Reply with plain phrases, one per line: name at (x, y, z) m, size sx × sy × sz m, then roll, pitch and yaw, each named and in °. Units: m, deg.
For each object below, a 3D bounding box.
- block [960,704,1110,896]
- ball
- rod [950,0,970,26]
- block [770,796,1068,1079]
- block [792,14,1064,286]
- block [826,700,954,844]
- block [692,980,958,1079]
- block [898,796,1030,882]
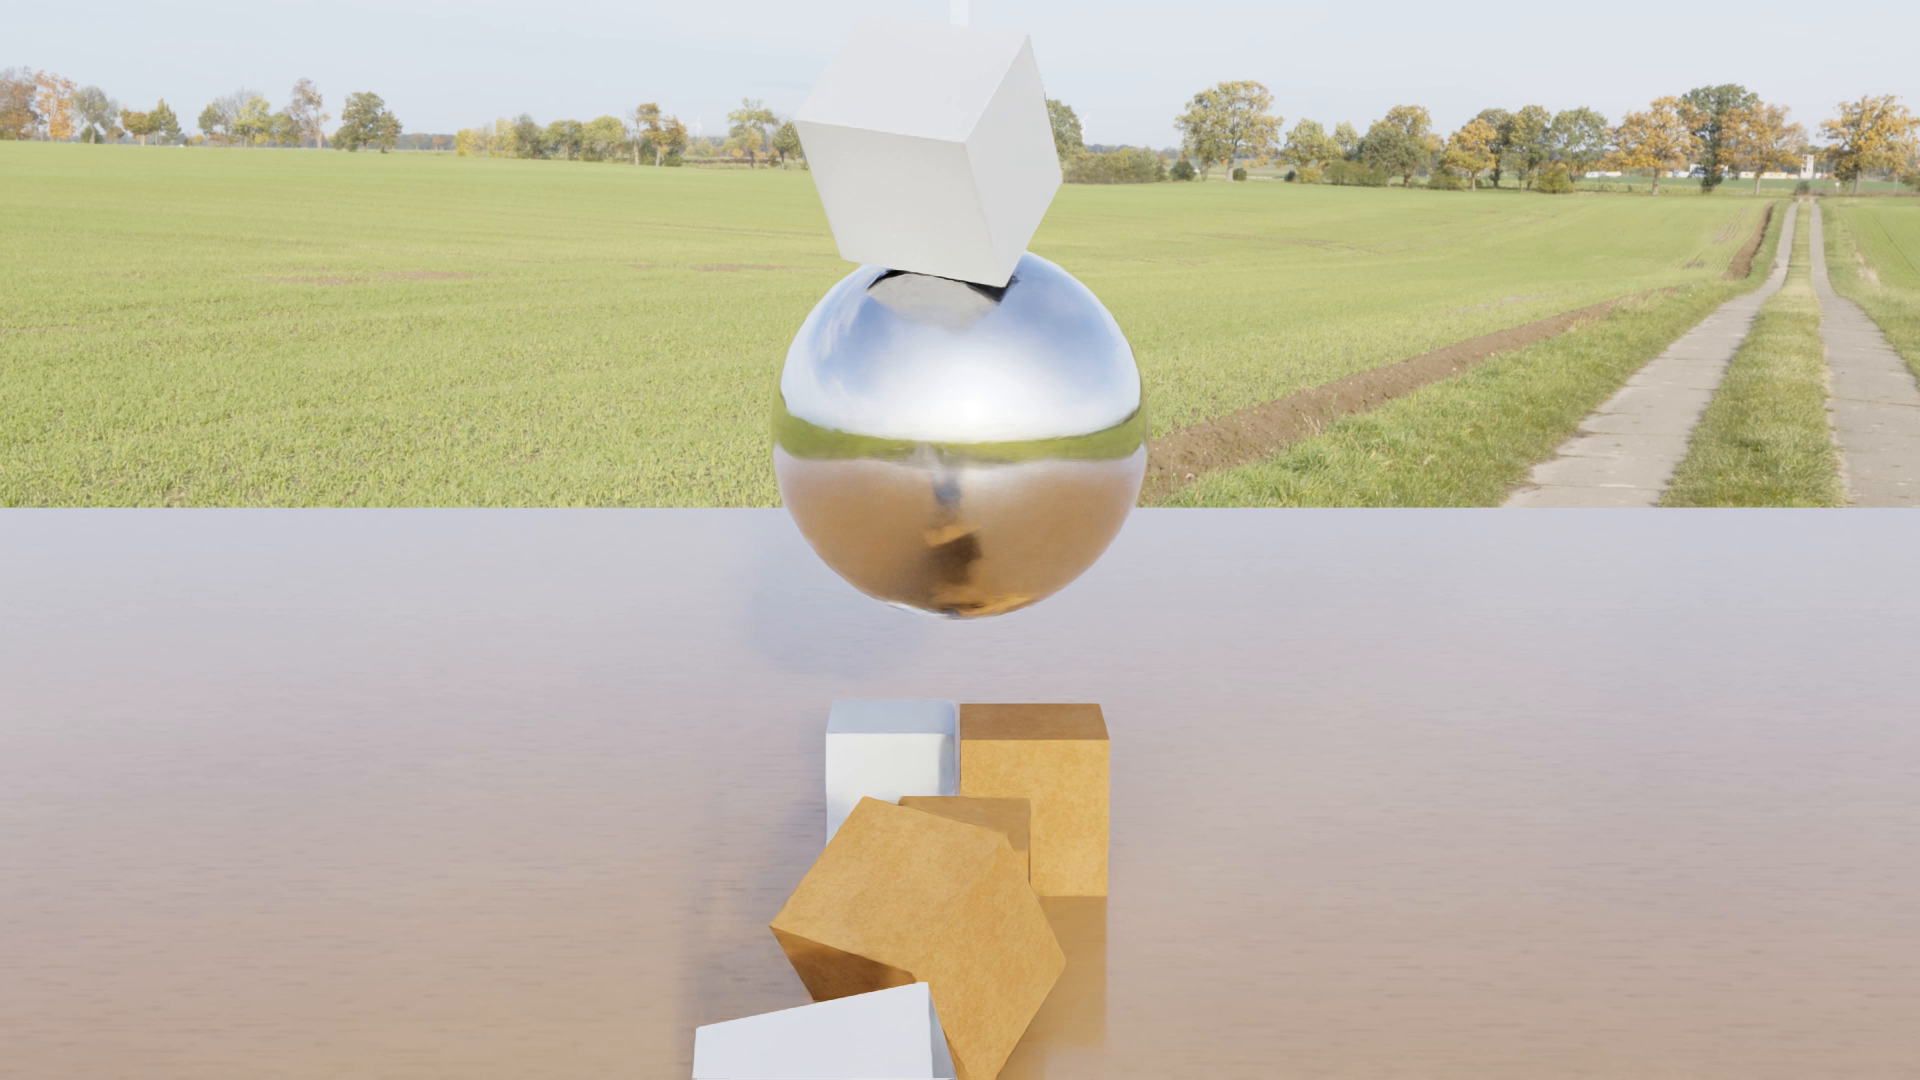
block at (0.347, 1.243, 10.602) m, size 0.689 × 0.761 × 0.675 m, roll 0°, pitch 10°, yaw 0°
ball at (0.000, -0.463, 9.247) m, size 1.600 × 1.600 × 1.600 m, roll 0°, pitch 10°, yaw 0°
rod at (0.000, -3.835, 9.682) m, size 0.080 × 5.200 × 0.080 m, roll 0°, pitch -7°, yaw 0°
block at (-0.143, 1.526, 8.296) m, size 0.673 × 0.773 × 0.652 m, roll 10°, pitch 49°, yaw 36°
block at (-0.107, -1.525, 8.603) m, size 0.727 × 0.751 × 0.616 m, roll 12°, pitch 56°, yaw 24°
block at (-0.350, 1.194, 11.379) m, size 0.644 × 0.580 × 0.671 m, roll 0°, pitch 10°, yaw 0°
block at (-0.341, 1.857, 6.353) m, size 0.702 × 0.717 × 0.739 m, roll -12°, pitch 31°, yaw 4°
block at (0.014, 1.495, 9.526) m, size 0.577 × 0.584 × 0.547 m, roll 0°, pitch 18°, yaw 2°
